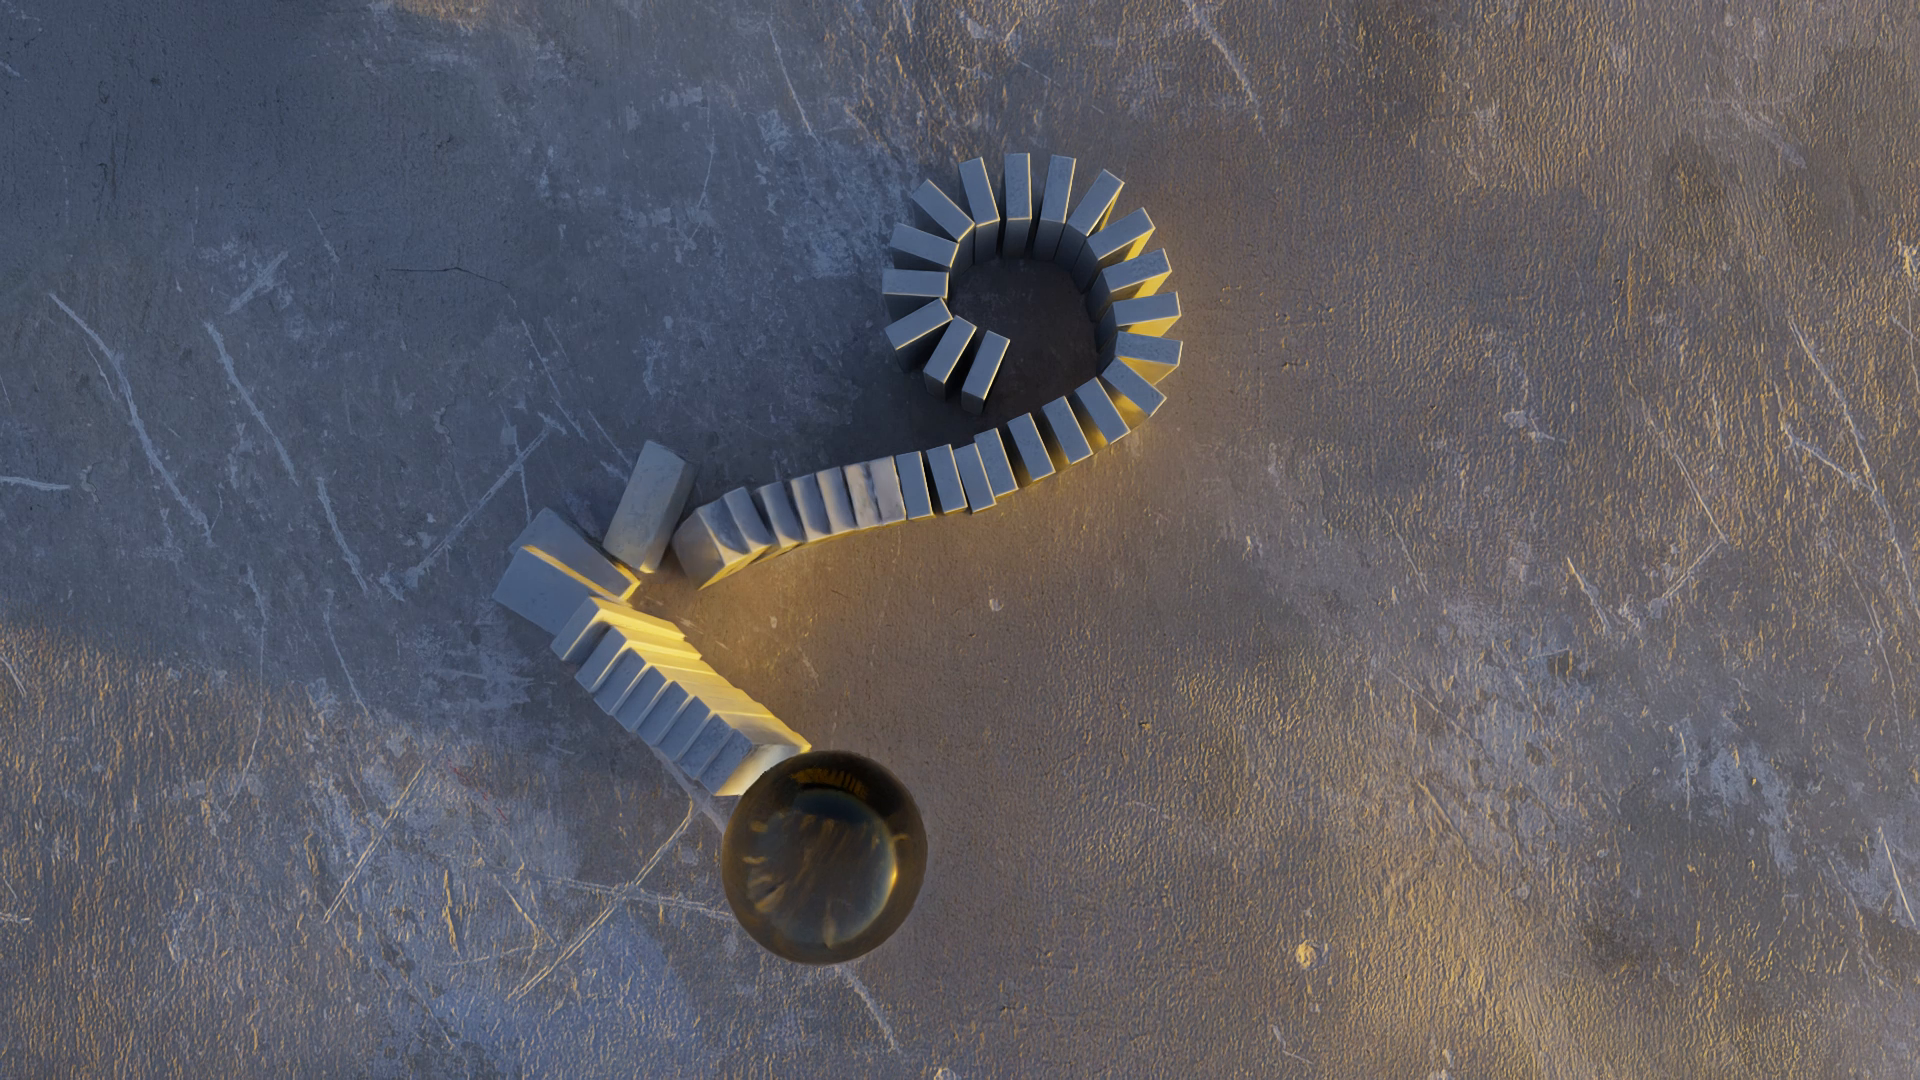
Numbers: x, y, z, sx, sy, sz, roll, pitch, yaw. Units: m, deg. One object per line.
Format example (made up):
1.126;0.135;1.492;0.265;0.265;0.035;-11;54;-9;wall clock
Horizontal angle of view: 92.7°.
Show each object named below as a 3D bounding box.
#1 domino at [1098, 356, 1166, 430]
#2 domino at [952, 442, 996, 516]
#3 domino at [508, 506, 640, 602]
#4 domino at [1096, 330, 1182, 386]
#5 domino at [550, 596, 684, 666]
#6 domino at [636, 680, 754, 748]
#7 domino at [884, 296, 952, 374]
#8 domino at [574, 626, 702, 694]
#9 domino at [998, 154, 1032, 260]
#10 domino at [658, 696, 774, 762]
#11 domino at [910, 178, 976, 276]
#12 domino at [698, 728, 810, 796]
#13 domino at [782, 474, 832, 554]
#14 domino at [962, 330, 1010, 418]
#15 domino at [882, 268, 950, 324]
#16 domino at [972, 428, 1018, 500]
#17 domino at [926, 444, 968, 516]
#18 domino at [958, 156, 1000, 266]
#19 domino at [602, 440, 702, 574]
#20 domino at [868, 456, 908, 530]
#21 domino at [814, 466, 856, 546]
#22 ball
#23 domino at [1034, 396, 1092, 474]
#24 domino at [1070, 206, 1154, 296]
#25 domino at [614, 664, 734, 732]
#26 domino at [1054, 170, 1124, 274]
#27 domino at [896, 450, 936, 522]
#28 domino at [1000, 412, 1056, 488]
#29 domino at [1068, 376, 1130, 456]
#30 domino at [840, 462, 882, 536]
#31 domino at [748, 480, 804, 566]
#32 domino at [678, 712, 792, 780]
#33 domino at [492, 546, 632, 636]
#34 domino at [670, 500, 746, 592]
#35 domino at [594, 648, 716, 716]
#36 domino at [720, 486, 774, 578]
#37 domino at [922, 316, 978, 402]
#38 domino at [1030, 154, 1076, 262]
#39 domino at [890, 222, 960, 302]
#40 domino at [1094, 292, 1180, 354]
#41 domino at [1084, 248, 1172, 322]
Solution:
0.066;-0.059;0.375;0.025;0.050;0.009;40;90;0;domino
0.005;-0.024;0.375;0.009;0.050;0.025;-19;90;0;domino
-0.166;0.011;0.395;0.050;0.009;0.025;42;90;0;domino
0.072;-0.073;0.375;0.025;0.050;0.009;9;90;0;domino
-0.139;0.041;0.376;0.009;0.050;0.025;37;90;29;domino
-0.107;0.072;0.375;0.009;0.050;0.025;37;90;22;domino
-0.016;-0.083;0.375;0.025;0.050;0.009;-29;90;0;domino
-0.130;0.051;0.375;0.009;0.050;0.025;37;90;23;domino
0.022;-0.135;0.375;0.009;0.050;0.025;-2;90;0;domino
-0.099;0.078;0.375;0.010;0.050;0.025;37;90;22;domino
-0.007;-0.126;0.375;0.025;0.050;0.009;43;90;0;domino
-0.083;0.091;0.375;0.010;0.050;0.025;37;90;22;domino
-0.067;-0.010;0.375;0.010;0.050;0.025;-17;90;-24;domino
0.010;-0.067;0.375;0.010;0.050;0.025;23;90;0;domino
-0.017;-0.098;0.375;0.025;0.050;0.010;4;90;0;domino
0.014;-0.030;0.375;0.009;0.050;0.025;-19;90;0;domino
-0.005;-0.024;0.375;0.010;0.050;0.025;-16;90;0;domino
0.007;-0.133;0.375;0.009;0.050;0.025;-16;90;0;domino
-0.131;-0.014;0.389;0.025;0.010;0.050;26;93;26;domino
-0.030;-0.018;0.375;0.010;0.050;0.025;-13;90;-6;domino
-0.055;-0.013;0.375;0.009;0.050;0.025;-16;90;-18;domino
-0.053;0.123;0.360;0.080;0.080;0.080;0;90;0;ball
0.041;-0.042;0.375;0.009;0.050;0.025;-26;90;0;domino
0.061;-0.117;0.375;0.025;0.050;0.010;-29;90;0;domino
-0.115;0.066;0.375;0.009;0.050;0.025;37;90;22;domino
0.052;-0.129;0.375;0.009;0.050;0.025;35;90;0;domino
-0.018;-0.021;0.375;0.009;0.050;0.025;-11;90;0;domino
0.027;-0.036;0.375;0.010;0.050;0.025;-24;90;0;domino
0.055;-0.049;0.375;0.010;0.050;0.025;-32;90;0;domino
-0.042;-0.016;0.375;0.010;0.050;0.025;-13;90;-12;domino
-0.080;-0.006;0.376;0.010;0.050;0.025;-20;90;-28;domino
-0.091;0.085;0.375;0.010;0.050;0.025;37;90;22;domino
-0.167;0.026;0.386;0.050;0.010;0.025;31;92;0;domino
-0.104;0.003;0.376;0.009;0.050;0.025;-27;90;-33;domino
-0.123;0.060;0.375;0.010;0.050;0.025;37;90;22;domino
-0.094;-0.002;0.376;0.010;0.050;0.025;-27;90;-32;domino
-0.004;-0.073;0.375;0.009;0.050;0.025;30;90;0;domino
0.037;-0.134;0.375;0.009;0.050;0.025;10;90;0;domino
-0.014;-0.113;0.375;0.025;0.050;0.009;20;90;0;domino
0.071;-0.088;0.375;0.025;0.050;0.010;-9;90;0;domino
0.068;-0.103;0.375;0.025;0.050;0.009;-19;90;0;domino
